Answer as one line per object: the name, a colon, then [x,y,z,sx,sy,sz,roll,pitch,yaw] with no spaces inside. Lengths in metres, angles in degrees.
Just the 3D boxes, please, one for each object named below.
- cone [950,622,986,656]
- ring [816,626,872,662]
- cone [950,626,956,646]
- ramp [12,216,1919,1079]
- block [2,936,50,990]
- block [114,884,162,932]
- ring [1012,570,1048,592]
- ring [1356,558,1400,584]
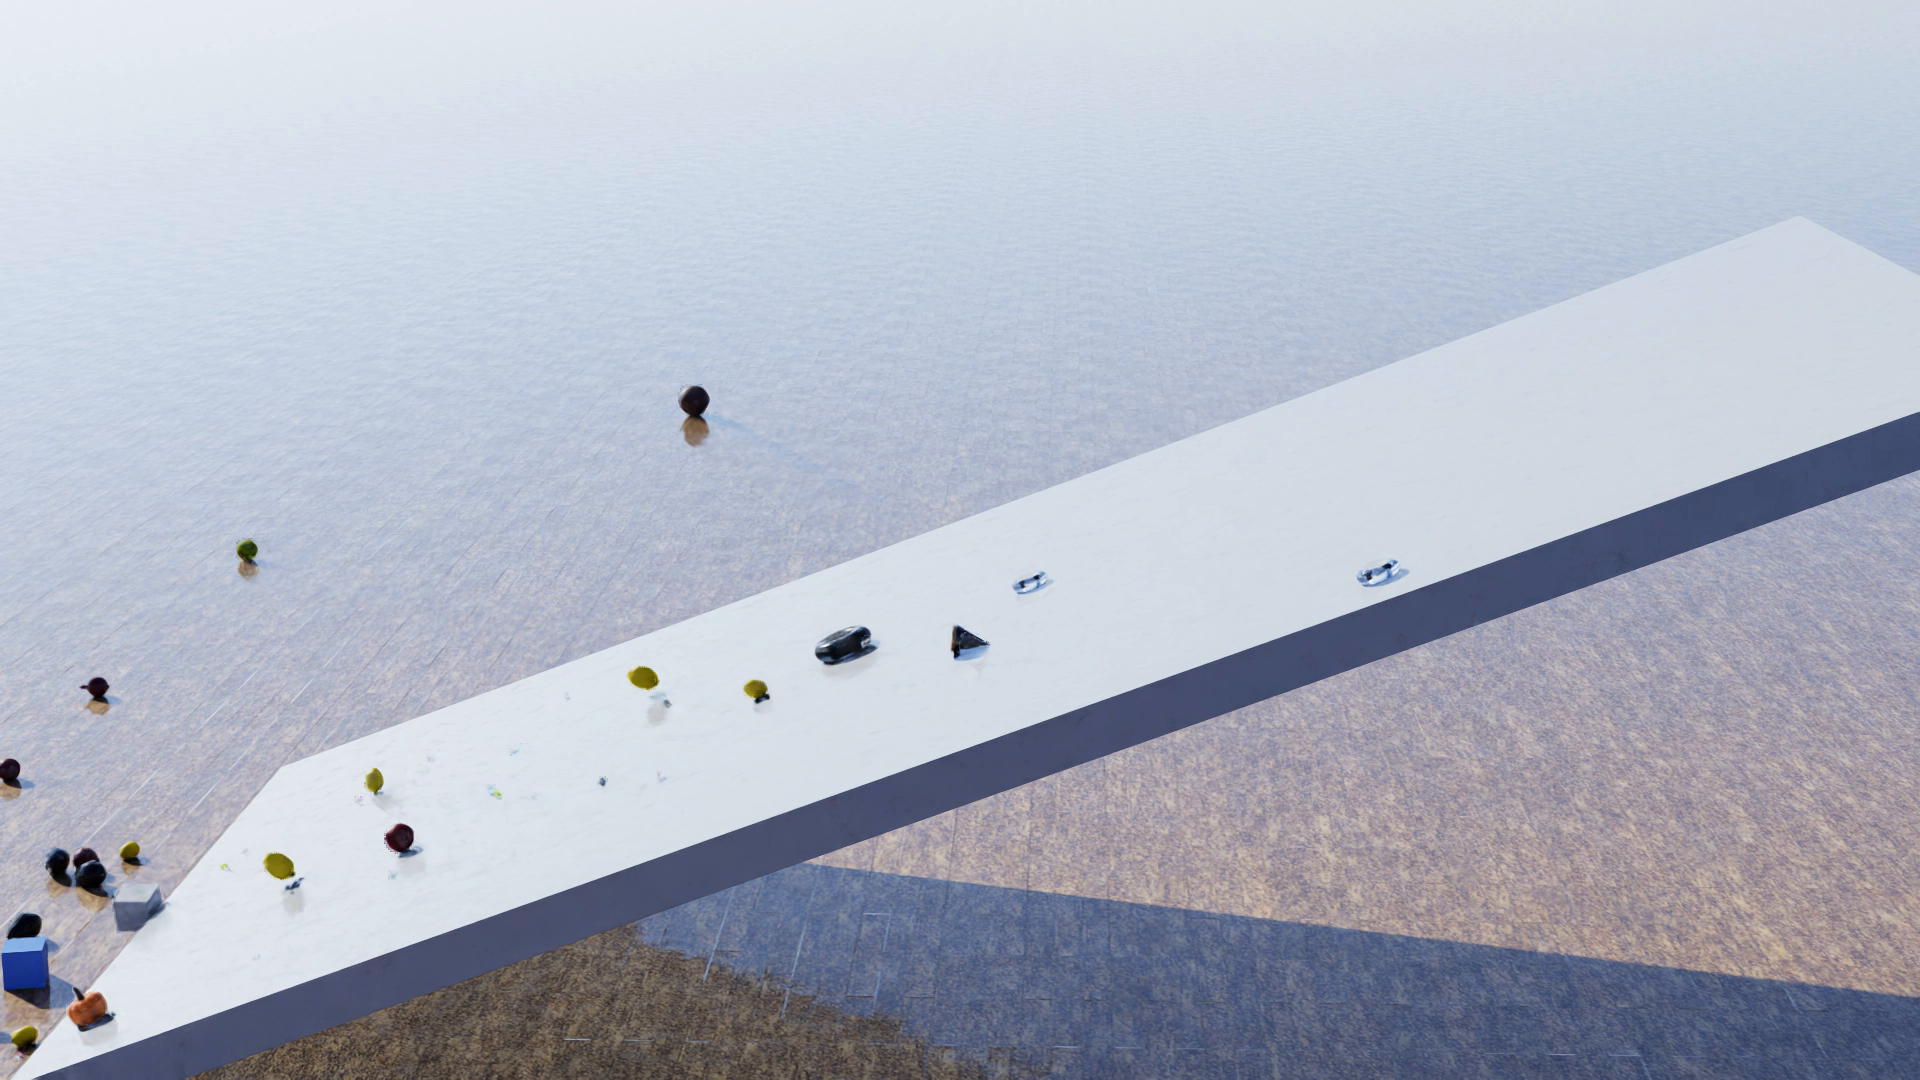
cone: [0.026,0.209,5.976,0.072,0.072,0.072,17,11,-10]
ring: [-0.253,0.225,6.374,0.131,0.044,0.131,-22,10,4]
cone: [0.009,0.204,6.047,0.054,0.054,0.054,5,13,-3]
ramp: [0.118,0.176,6.295,4.000,0.100,2.000,-20,12,7]
block: [-2.006,0.908,6.312,0.084,0.084,0.084,-2,13,-10]
block: [-1.815,0.813,6.500,0.077,0.077,0.077,1,25,6]
ring: [0.150,0.089,6.318,0.080,0.027,0.080,-20,10,4]
ring: [0.764,0.057,5.371,0.083,0.028,0.083,-21,10,4]
